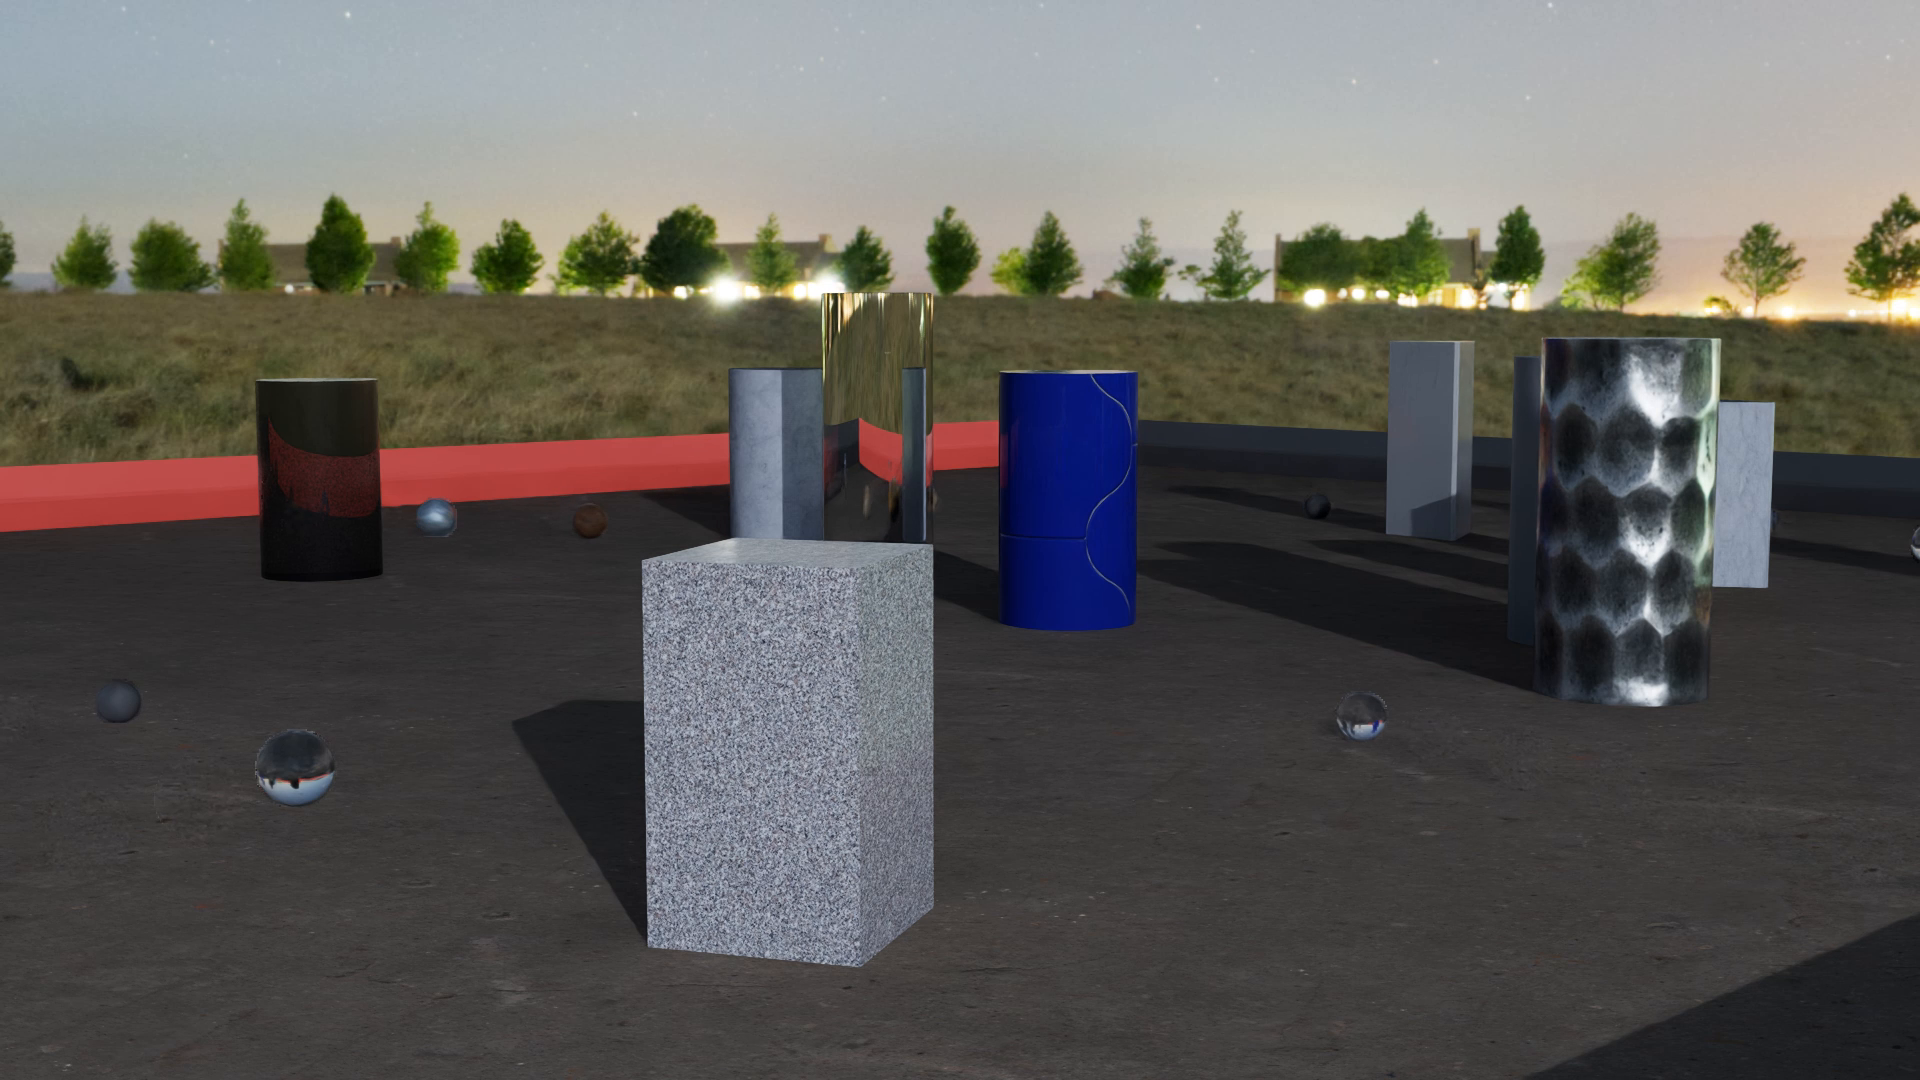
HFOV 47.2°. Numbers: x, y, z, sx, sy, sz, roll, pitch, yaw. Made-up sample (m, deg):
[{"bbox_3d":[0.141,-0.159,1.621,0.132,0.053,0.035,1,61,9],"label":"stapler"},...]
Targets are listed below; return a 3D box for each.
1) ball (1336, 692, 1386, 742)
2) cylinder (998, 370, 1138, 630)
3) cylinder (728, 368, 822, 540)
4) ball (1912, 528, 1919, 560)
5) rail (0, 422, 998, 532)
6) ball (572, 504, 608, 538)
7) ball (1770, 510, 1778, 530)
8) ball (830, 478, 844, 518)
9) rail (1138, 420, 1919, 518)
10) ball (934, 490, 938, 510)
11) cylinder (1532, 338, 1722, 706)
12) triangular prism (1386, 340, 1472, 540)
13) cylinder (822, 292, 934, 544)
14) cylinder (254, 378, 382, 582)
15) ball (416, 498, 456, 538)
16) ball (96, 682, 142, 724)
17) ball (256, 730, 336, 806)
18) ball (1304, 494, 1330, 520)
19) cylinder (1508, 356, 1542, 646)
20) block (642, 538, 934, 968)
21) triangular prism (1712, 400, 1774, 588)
[{"bbox_3d":[0.416,0.183,2.281,0.051,0.051,0.051,0,6,0],"label":"ball"},{"bbox_3d":[0.155,-0.062,3.151,0.199,0.358,0.199,0,6,0],"label":"cylinder"},{"bbox_3d":[-0.352,-0.169,4.308,0.199,0.332,0.199,0,6,0],"label":"cylinder"},{"bbox_3d":[1.711,0.007,3.860,0.075,0.075,0.075,0,6,0],"label":"ball"},{"bbox_3d":[-1.429,-0.127,4.872,4.892,0.129,0.045,-5,8,-42],"label":"rail"},{"bbox_3d":[-0.726,-0.038,4.315,0.069,0.069,0.069,0,6,0],"label":"ball"},{"bbox_3d":[1.585,-0.041,4.318,0.043,0.043,0.043,0,6,0],"label":"ball"},{"bbox_3d":[-0.295,-0.089,4.674,0.097,0.097,0.097,0,6,0],"label":"ball"},{"bbox_3d":[1.780,-0.137,4.966,0.045,0.129,4.262,-5,8,-42],"label":"rail"},{"bbox_3d":[-0.086,-0.086,4.728,0.079,0.079,0.079,0,6,0],"label":"ball"},{"bbox_3d":[0.774,-0.028,2.560,0.199,0.413,0.199,0,6,0],"label":"cylinder"},{"bbox_3d":[0.965,-0.202,4.367,0.149,0.385,0.172,-5,7,-37],"label":"triangular prism"},{"bbox_3d":[-0.147,-0.201,3.922,0.199,0.476,0.199,0,6,0],"label":"cylinder"},{"bbox_3d":[-1.079,-0.105,3.707,0.199,0.330,0.199,0,6,0],"label":"cylinder"},{"bbox_3d":[-1.033,-0.043,4.335,0.077,0.077,0.077,0,6,0],"label":"ball"},{"bbox_3d":[-0.910,0.176,2.380,0.046,0.046,0.046,0,6,0],"label":"ball"},{"bbox_3d":[-0.599,0.206,1.983,0.068,0.068,0.068,0,6,0],"label":"ball"},{"bbox_3d":[0.766,-0.072,4.709,0.055,0.055,0.055,0,6,0],"label":"ball"},{"bbox_3d":[0.846,-0.055,2.969,0.199,0.383,0.199,0,6,0],"label":"cylinder"},{"bbox_3d":[-0.119,0.145,1.581,0.159,0.273,0.159,2,6,18],"label":"block"},{"bbox_3d":[1.236,-0.081,3.626,0.172,0.298,0.149,1,6,13],"label":"triangular prism"}]
